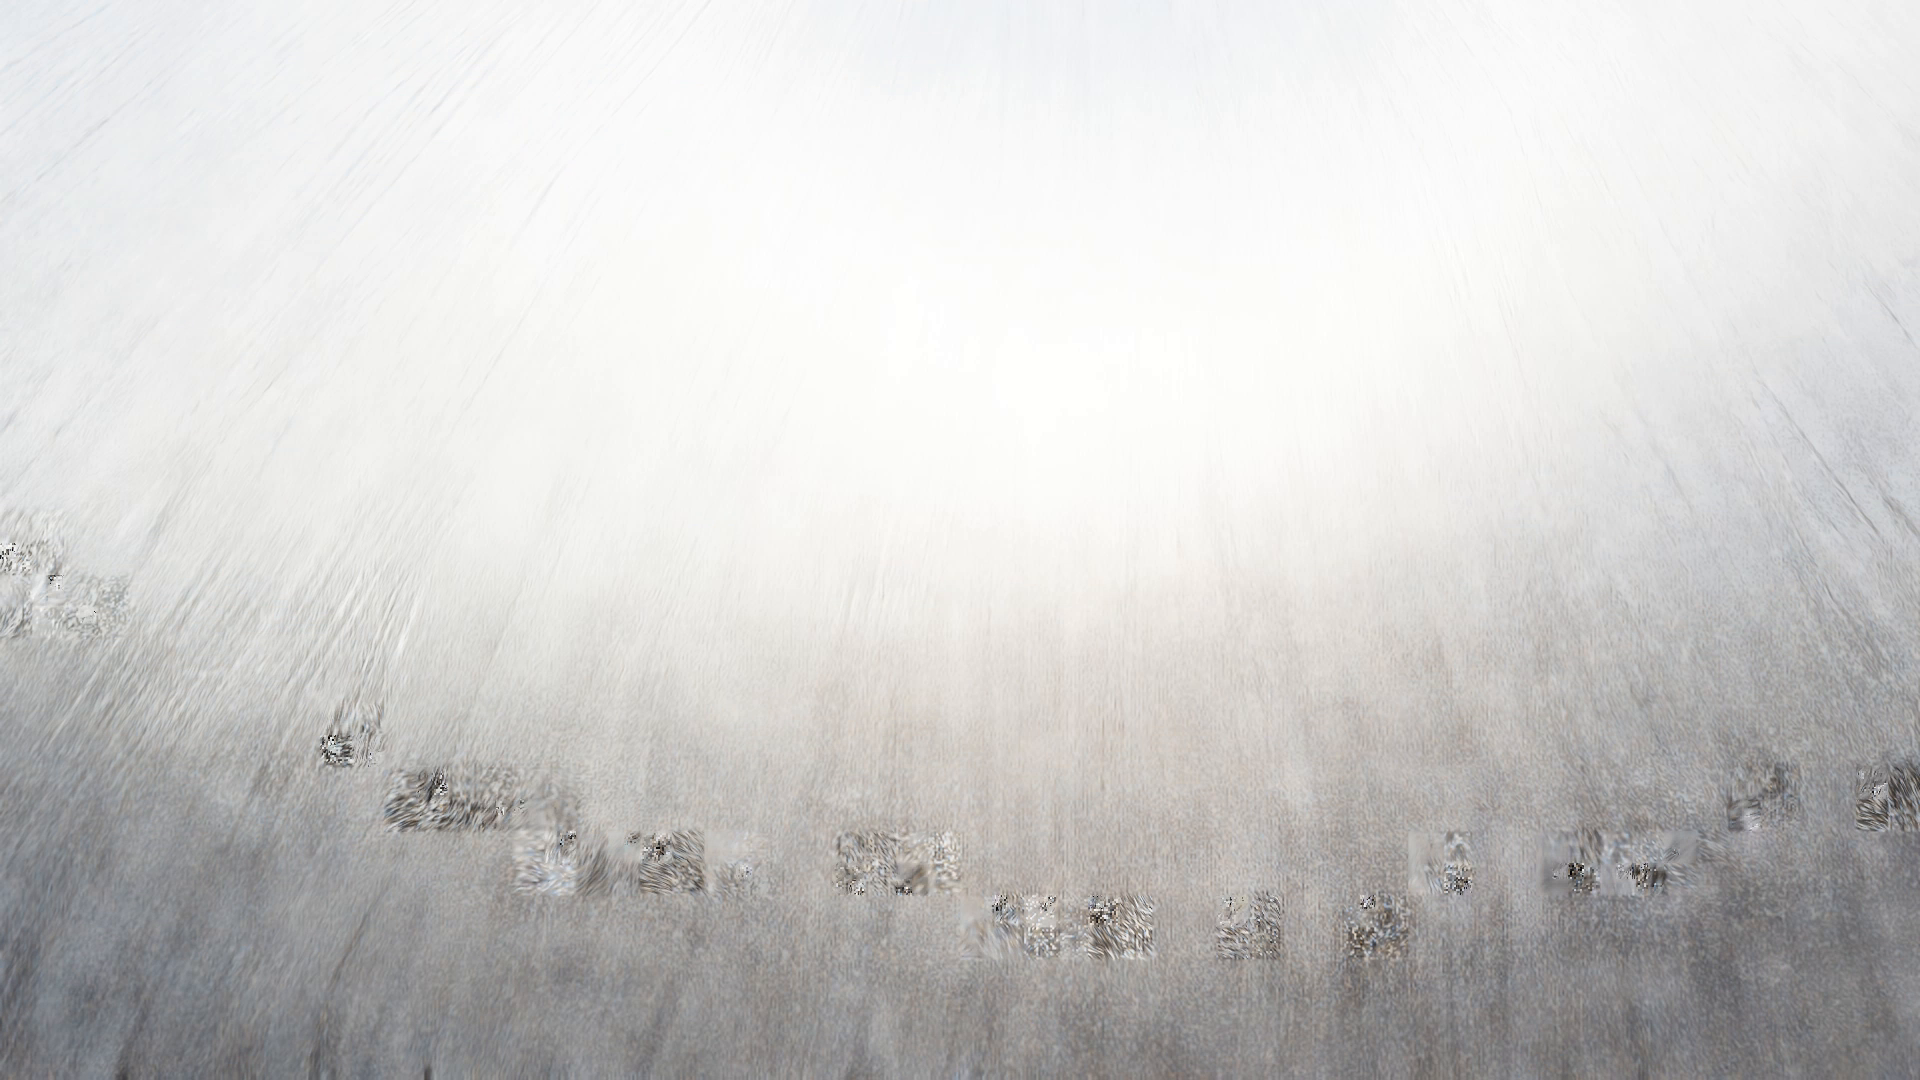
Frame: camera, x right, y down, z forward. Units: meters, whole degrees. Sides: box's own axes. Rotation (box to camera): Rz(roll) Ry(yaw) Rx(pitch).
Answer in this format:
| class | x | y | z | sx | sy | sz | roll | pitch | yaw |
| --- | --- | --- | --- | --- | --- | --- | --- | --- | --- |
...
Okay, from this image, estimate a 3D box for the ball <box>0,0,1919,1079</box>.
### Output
| class | x | y | z | sx | sy | sz | roll | pitch | yaw |
| --- | --- | --- | --- | --- | --- | --- | --- | --- | --- |
| ball | 0.002 | -0.001 | 0.053 | 0.080 | 0.080 | 0.080 | 0 | 4 | 0 |
